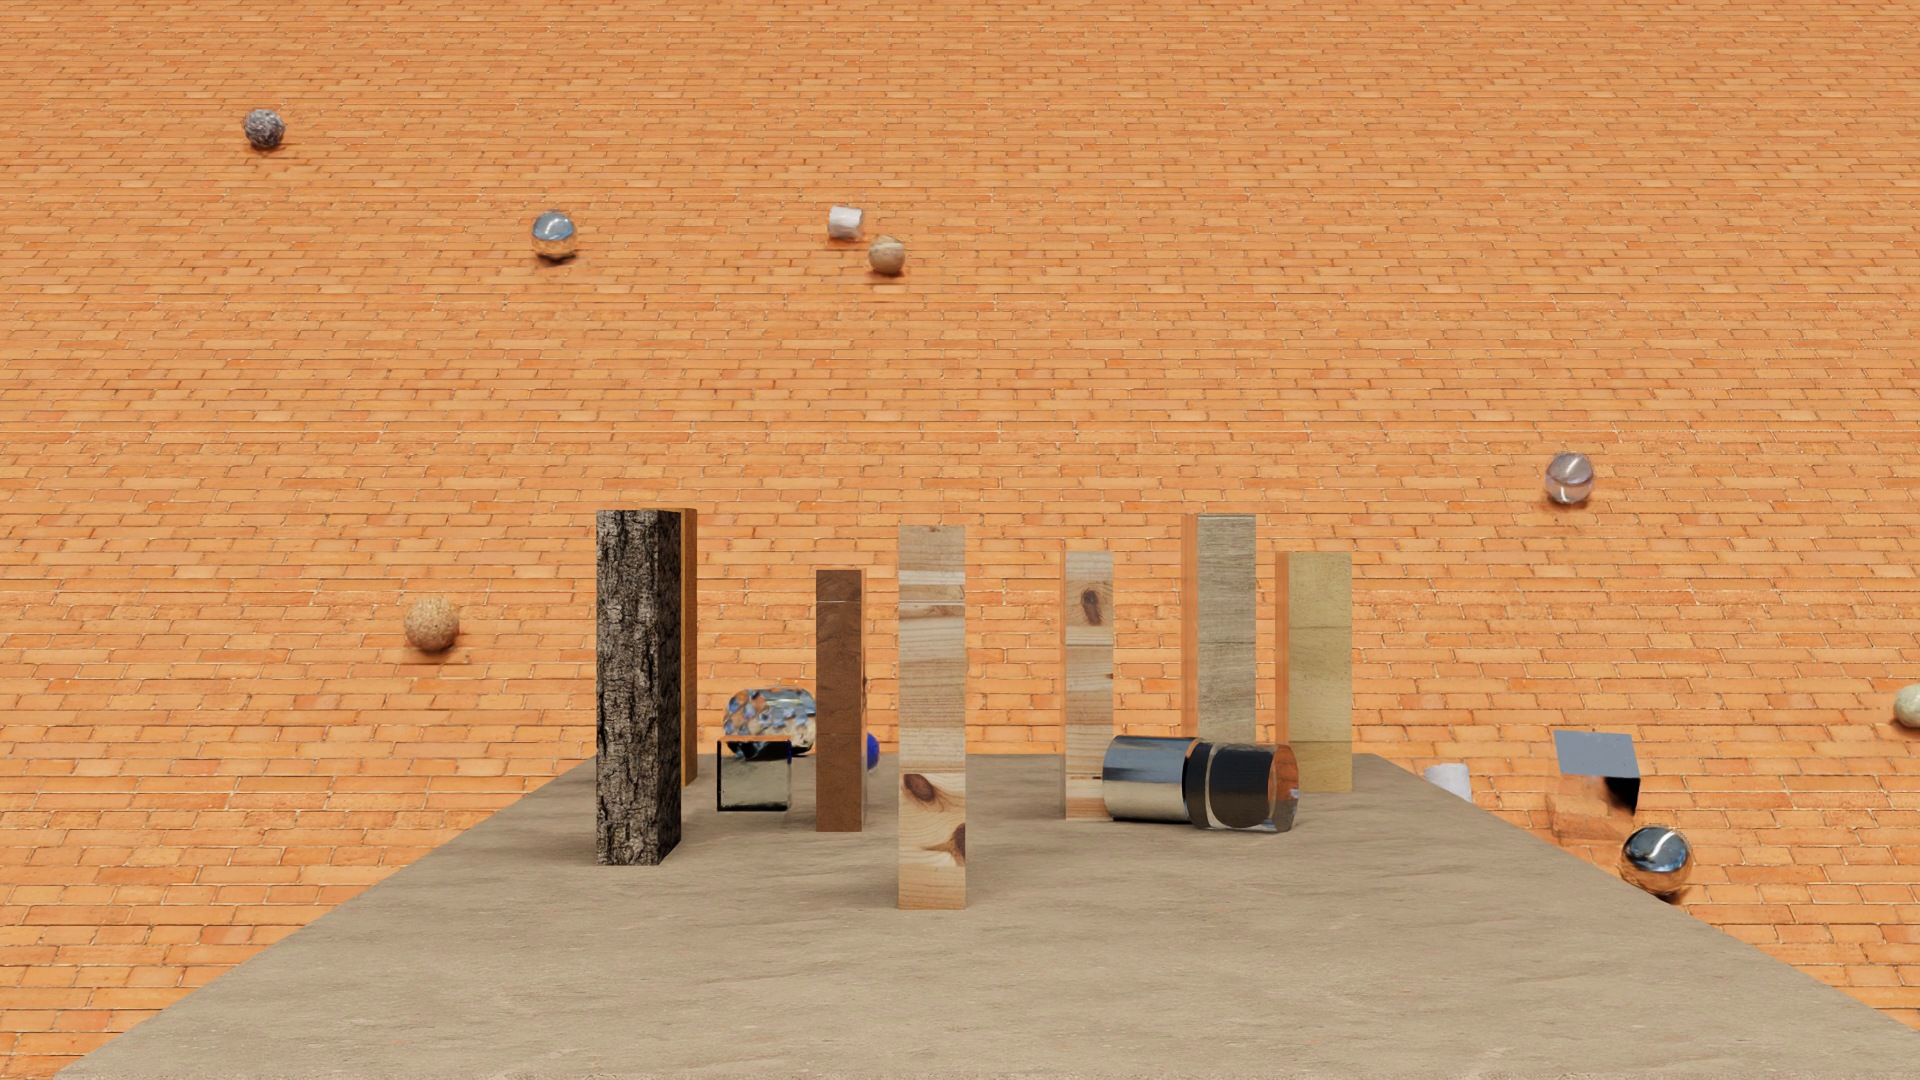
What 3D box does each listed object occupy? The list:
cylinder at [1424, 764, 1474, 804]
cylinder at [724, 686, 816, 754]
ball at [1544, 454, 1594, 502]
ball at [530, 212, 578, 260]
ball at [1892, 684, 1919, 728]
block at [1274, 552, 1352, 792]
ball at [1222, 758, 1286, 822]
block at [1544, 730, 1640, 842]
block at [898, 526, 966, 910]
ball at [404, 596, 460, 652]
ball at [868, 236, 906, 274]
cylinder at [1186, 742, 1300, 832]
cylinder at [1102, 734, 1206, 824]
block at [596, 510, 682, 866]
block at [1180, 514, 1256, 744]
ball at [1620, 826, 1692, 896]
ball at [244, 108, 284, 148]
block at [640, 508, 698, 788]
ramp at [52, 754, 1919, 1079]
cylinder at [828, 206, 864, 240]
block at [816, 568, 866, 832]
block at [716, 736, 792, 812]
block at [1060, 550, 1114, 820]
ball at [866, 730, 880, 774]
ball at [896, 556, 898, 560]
[{"bbox_3d":[1.234,0.631,6.533,0.111,0.111,0.111,-3,71,-4],"label":"cylinder"},{"bbox_3d":[-0.477,0.463,6.566,0.174,0.174,0.174,26,16,37],"label":"cylinder"},{"bbox_3d":[1.875,-0.191,7.959,0.152,0.152,0.152,0,30,0],"label":"ball"},{"bbox_3d":[-1.499,-1.122,9.548,0.176,0.176,0.176,0,30,0],"label":"ball"},{"bbox_3d":[2.549,0.443,6.898,0.117,0.117,0.117,0,30,0],"label":"ball"},{"bbox_3d":[0.785,0.288,5.757,0.137,0.521,0.247,0,0,0],"label":"block"},{"bbox_3d":[0.571,0.486,5.033,0.125,0.125,0.125,0,30,0],"label":"ball"},{"bbox_3d":[1.590,0.618,6.517,0.194,0.194,0.194,3,30,5],"label":"block"},{"bbox_3d":[-0.042,0.264,3.981,0.099,0.569,0.287,0,0,0],"label":"block"},{"bbox_3d":[-1.473,0.235,7.221,0.154,0.154,0.154,0,30,0],"label":"ball"},{"bbox_3d":[-0.267,-1.040,9.442,0.141,0.141,0.141,0,30,0],"label":"ball"},{"bbox_3d":[0.534,0.466,4.890,0.165,0.165,0.165,0,27,28],"label":"cylinder"},{"bbox_3d":[0.388,0.465,5.043,0.167,0.167,0.167,0,27,28],"label":"cylinder"},{"bbox_3d":[-0.561,0.249,4.544,0.103,0.599,0.371,0,0,0],"label":"block"},{"bbox_3d":[0.525,0.248,5.287,0.115,0.600,0.384,0,0,0],"label":"block"},{"bbox_3d":[1.686,0.778,6.266,0.169,0.169,0.169,0,30,0],"label":"ball"},{"bbox_3d":[-2.826,-1.672,10.516,0.160,0.160,0.160,0,30,0],"label":"ball"},{"bbox_3d":[-0.659,0.239,5.875,0.098,0.621,0.267,0,0,0],"label":"block"},{"bbox_3d":[0.067,0.598,4.657,2.000,0.100,4.000,0,0,0],"label":"ramp"},{"bbox_3d":[-0.426,-1.189,9.712,0.114,0.114,0.114,10,31,8],"label":"cylinder"},{"bbox_3d":[-0.228,0.302,5.006,0.085,0.493,0.284,0,0,0],"label":"block"},{"bbox_3d":[-0.420,0.478,5.305,0.143,0.143,0.143,0,0,0],"label":"block"},{"bbox_3d":[0.253,0.285,5.201,0.093,0.527,0.292,0,0,0],"label":"block"},{"bbox_3d":[-0.241,0.493,6.004,0.113,0.113,0.113,0,30,0],"label":"ball"},{"bbox_3d":[-0.109,0.051,7.542,0.151,0.151,0.151,0,30,0],"label":"ball"}]
